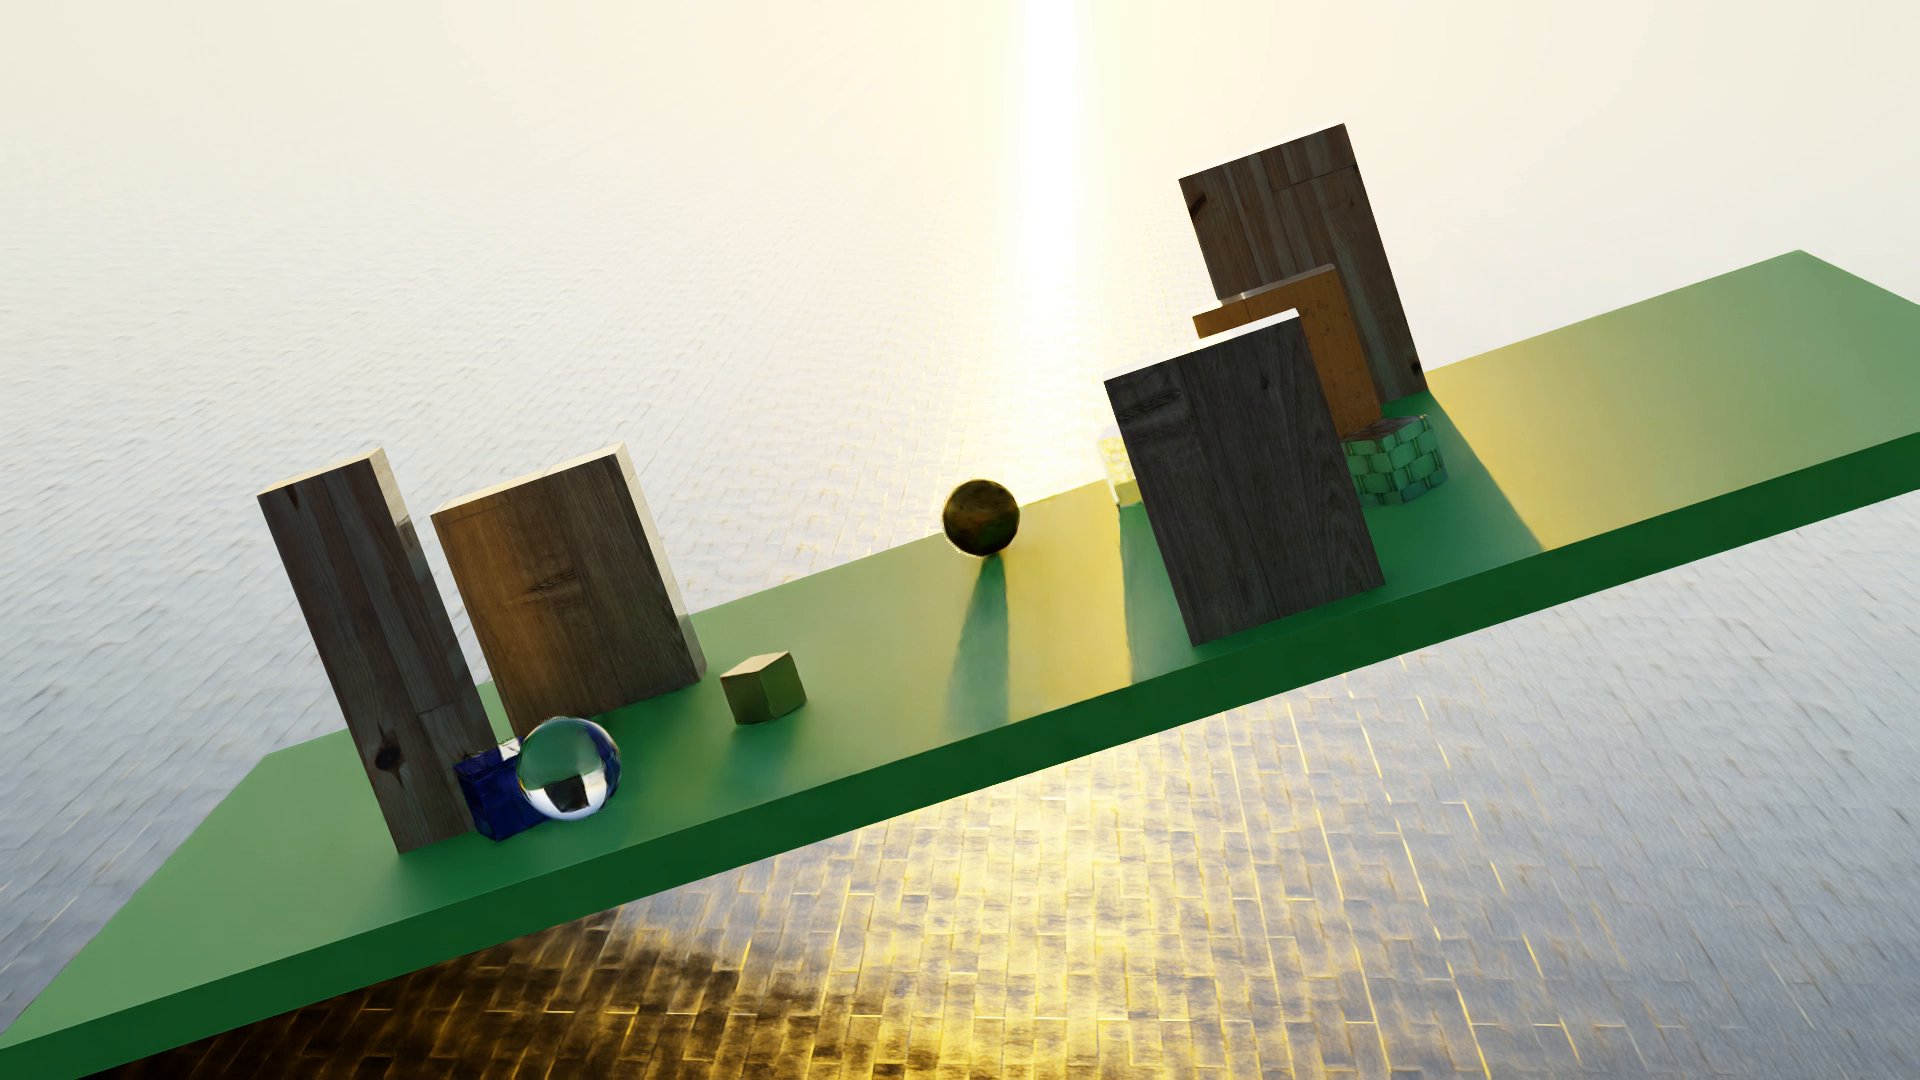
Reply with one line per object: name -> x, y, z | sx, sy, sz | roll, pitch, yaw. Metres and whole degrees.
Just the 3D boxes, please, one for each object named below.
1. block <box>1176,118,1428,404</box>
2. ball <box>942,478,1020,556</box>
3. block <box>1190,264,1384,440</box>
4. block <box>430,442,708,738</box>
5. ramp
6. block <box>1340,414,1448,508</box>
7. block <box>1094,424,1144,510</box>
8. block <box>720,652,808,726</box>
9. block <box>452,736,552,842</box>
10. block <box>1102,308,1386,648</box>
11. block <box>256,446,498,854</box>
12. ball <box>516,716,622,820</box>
block -> 0.810, -0.613, 6.970 | 0.407, 0.662, 0.125 | -18, 11, 6
ball -> 0.049, -0.053, 6.808 | 0.180, 0.180, 0.180 | 0, 12, 0
block -> 0.706, -0.310, 6.190 | 0.313, 0.461, 0.094 | -18, 11, 6
block -> -0.873, 0.116, 6.595 | 0.440, 0.547, 0.137 | -18, 11, 6
ramp -> 0.108, 0.180, 6.304 | 4.000, 0.100, 2.000 | -18, 11, 6
block -> 0.880, -0.160, 6.001 | 0.142, 0.142, 0.142 | -27, 13, -34
block -> 0.435, -0.192, 6.856 | 0.169, 0.169, 0.169 | -16, 11, 17
block -> -0.403, 0.304, 6.019 | 0.109, 0.109, 0.109 | -10, 14, 39
block -> -0.895, 0.494, 5.834 | 0.147, 0.147, 0.147 | -24, 12, -21
block -> 0.519, -0.113, 5.382 | 0.370, 0.521, 0.101 | -18, 11, 6
block -> -1.145, 0.224, 5.915 | 0.240, 0.780, 0.120 | -18, 11, 6
ball -> -0.758, 0.442, 5.702 | 0.204, 0.204, 0.204 | 0, 12, 0
